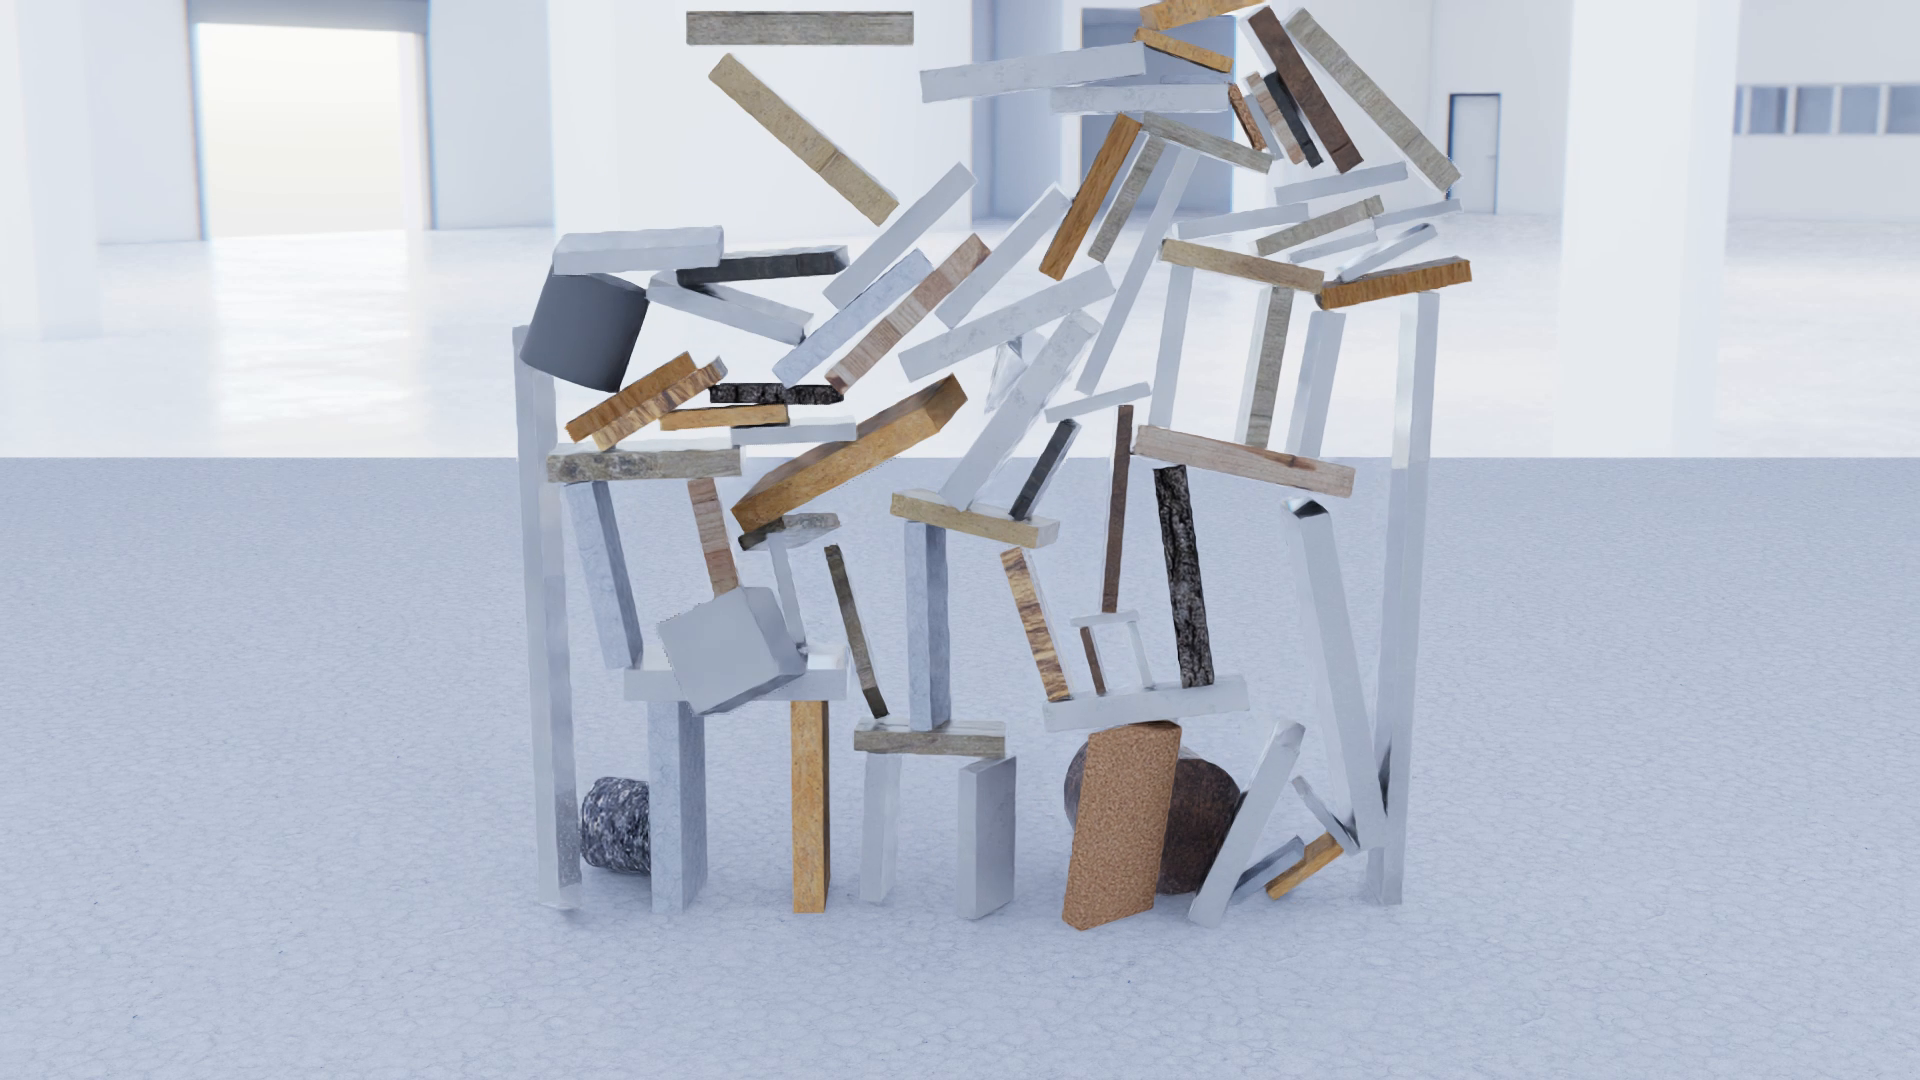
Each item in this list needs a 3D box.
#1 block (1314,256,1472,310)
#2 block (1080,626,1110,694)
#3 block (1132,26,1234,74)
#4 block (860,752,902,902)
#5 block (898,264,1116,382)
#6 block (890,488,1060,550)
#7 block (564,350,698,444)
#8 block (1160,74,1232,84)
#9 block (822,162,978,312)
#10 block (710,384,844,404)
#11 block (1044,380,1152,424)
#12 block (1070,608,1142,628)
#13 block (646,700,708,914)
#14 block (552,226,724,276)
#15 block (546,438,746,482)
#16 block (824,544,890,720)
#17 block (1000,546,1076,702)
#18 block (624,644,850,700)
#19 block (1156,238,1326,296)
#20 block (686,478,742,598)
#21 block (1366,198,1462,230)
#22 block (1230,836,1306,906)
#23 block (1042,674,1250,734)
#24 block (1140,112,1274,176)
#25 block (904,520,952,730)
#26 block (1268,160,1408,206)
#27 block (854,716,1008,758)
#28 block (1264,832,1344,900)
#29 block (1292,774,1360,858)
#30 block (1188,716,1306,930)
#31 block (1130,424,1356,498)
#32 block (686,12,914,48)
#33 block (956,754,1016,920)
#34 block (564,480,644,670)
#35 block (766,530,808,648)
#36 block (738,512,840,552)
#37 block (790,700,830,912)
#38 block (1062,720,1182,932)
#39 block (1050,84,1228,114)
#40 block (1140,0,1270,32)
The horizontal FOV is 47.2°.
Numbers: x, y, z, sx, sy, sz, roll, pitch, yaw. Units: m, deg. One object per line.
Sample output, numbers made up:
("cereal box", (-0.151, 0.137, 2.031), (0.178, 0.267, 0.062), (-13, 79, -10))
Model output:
("block", (0.685, -0.409, 3.497), (0.234, 0.033, 0.117), (-11, 10, 4))
("block", (0.217, 0.193, 3.558), (0.016, 0.111, 0.055), (-15, -1, 9))
("block", (0.346, -0.761, 3.420), (0.155, 0.022, 0.077), (18, 10, -3))
("block", (-0.131, 0.463, 3.650), (0.035, 0.247, 0.123), (4, 7, 10))
("block", (0.077, -0.347, 3.510), (0.352, 0.050, 0.176), (-23, 5, 6))
("block", (0.025, -0.036, 3.589), (0.251, 0.036, 0.126), (14, 9, 17))
("block", (-0.528, -0.231, 3.538), (0.226, 0.032, 0.113), (-32, 9, -2))
("block", (0.370, -0.720, 3.443), (0.112, 0.016, 0.056), (-1, 10, 4))
("block", (-0.094, -0.480, 3.472), (0.294, 0.042, 0.147), (-43, 7, 6))
("block", (-0.296, -0.237, 3.559), (0.201, 0.028, 0.100), (1, 6, 7))
("block", (0.221, -0.221, 3.529), (0.172, 0.024, 0.086), (-15, 3, 4))
("block", (0.236, 0.126, 3.556), (0.111, 0.016, 0.055), (-7, 0, 8))
("block", (-0.465, 0.417, 3.628), (0.050, 0.355, 0.178), (1, 10, 7))
("block", (-0.502, -0.455, 3.453), (0.254, 0.036, 0.127), (-3, 21, 0))
("block", (-0.502, -0.130, 3.541), (0.304, 0.043, 0.152), (-2, 10, -2))
("block", (-0.176, 0.153, 3.733), (0.026, 0.092, 0.309), (-18, 52, 1))
("block", (0.127, 0.133, 3.564), (0.036, 0.251, 0.126), (-19, -1, 7))
("block", (-0.360, 0.216, 3.597), (0.355, 0.050, 0.178), (0, 10, -1))
("block", (0.444, -0.434, 3.501), (0.255, 0.036, 0.127), (12, 5, 0))
("block", (-0.389, 0.036, 3.588), (0.043, 0.304, 0.152), (-13, 11, -4))
("block", (0.717, -0.515, 3.477), (0.138, 0.020, 0.069), (-12, 6, 3))
("block", (0.504, 0.545, 3.625), (0.142, 0.020, 0.071), (-38, 1, 16))
("block", (0.302, 0.262, 3.550), (0.325, 0.046, 0.162), (-7, 0, 7))
("block", (0.384, -0.621, 3.447), (0.209, 0.030, 0.104), (19, 9, -1))
("block", (-0.052, 0.135, 3.635), (0.036, 0.340, 0.126), (0, 6, 15))
("block", (0.595, -0.561, 3.468), (0.205, 0.029, 0.103), (-11, 7, 5))
("block", (-0.047, 0.325, 3.638), (0.247, 0.035, 0.123), (2, 6, 3))
("block", (0.570, 0.541, 3.658), (0.142, 0.020, 0.071), (-36, 8, 6))
("block", (0.604, 0.457, 3.633), (0.020, 0.142, 0.071), (-39, 15, 7))
("block", (0.462, 0.453, 3.538), (0.046, 0.325, 0.162), (25, 15, 7))
("block", (0.446, -0.127, 3.530), (0.347, 0.049, 0.174), (12, 2, -1))
("block", (-0.245, -0.788, 3.398), (0.343, 0.049, 0.171), (-1, 11, -3))
("block", (0.044, 0.481, 3.580), (0.035, 0.247, 0.123), (7, 12, 32))
("block", (-0.576, 0.045, 3.569), (0.043, 0.304, 0.152), (-11, 10, 1))
("block", (-0.283, 0.083, 3.609), (0.026, 0.185, 0.092), (-13, -8, -4))
("block", (-0.288, -0.014, 3.720), (0.092, 0.026, 0.184), (-26, -10, 25))
("block", (-0.246, 0.416, 3.632), (0.050, 0.356, 0.178), (0, 10, 0))
("block", (0.258, 0.453, 3.510), (0.162, 0.325, 0.046), (-9, 24, -40))
("block", (0.278, -0.689, 3.441), (0.272, 0.039, 0.136), (-1, 9, 2))
("block", (0.427, -0.844, 3.406), (0.279, 0.040, 0.140), (-16, 13, -1))
